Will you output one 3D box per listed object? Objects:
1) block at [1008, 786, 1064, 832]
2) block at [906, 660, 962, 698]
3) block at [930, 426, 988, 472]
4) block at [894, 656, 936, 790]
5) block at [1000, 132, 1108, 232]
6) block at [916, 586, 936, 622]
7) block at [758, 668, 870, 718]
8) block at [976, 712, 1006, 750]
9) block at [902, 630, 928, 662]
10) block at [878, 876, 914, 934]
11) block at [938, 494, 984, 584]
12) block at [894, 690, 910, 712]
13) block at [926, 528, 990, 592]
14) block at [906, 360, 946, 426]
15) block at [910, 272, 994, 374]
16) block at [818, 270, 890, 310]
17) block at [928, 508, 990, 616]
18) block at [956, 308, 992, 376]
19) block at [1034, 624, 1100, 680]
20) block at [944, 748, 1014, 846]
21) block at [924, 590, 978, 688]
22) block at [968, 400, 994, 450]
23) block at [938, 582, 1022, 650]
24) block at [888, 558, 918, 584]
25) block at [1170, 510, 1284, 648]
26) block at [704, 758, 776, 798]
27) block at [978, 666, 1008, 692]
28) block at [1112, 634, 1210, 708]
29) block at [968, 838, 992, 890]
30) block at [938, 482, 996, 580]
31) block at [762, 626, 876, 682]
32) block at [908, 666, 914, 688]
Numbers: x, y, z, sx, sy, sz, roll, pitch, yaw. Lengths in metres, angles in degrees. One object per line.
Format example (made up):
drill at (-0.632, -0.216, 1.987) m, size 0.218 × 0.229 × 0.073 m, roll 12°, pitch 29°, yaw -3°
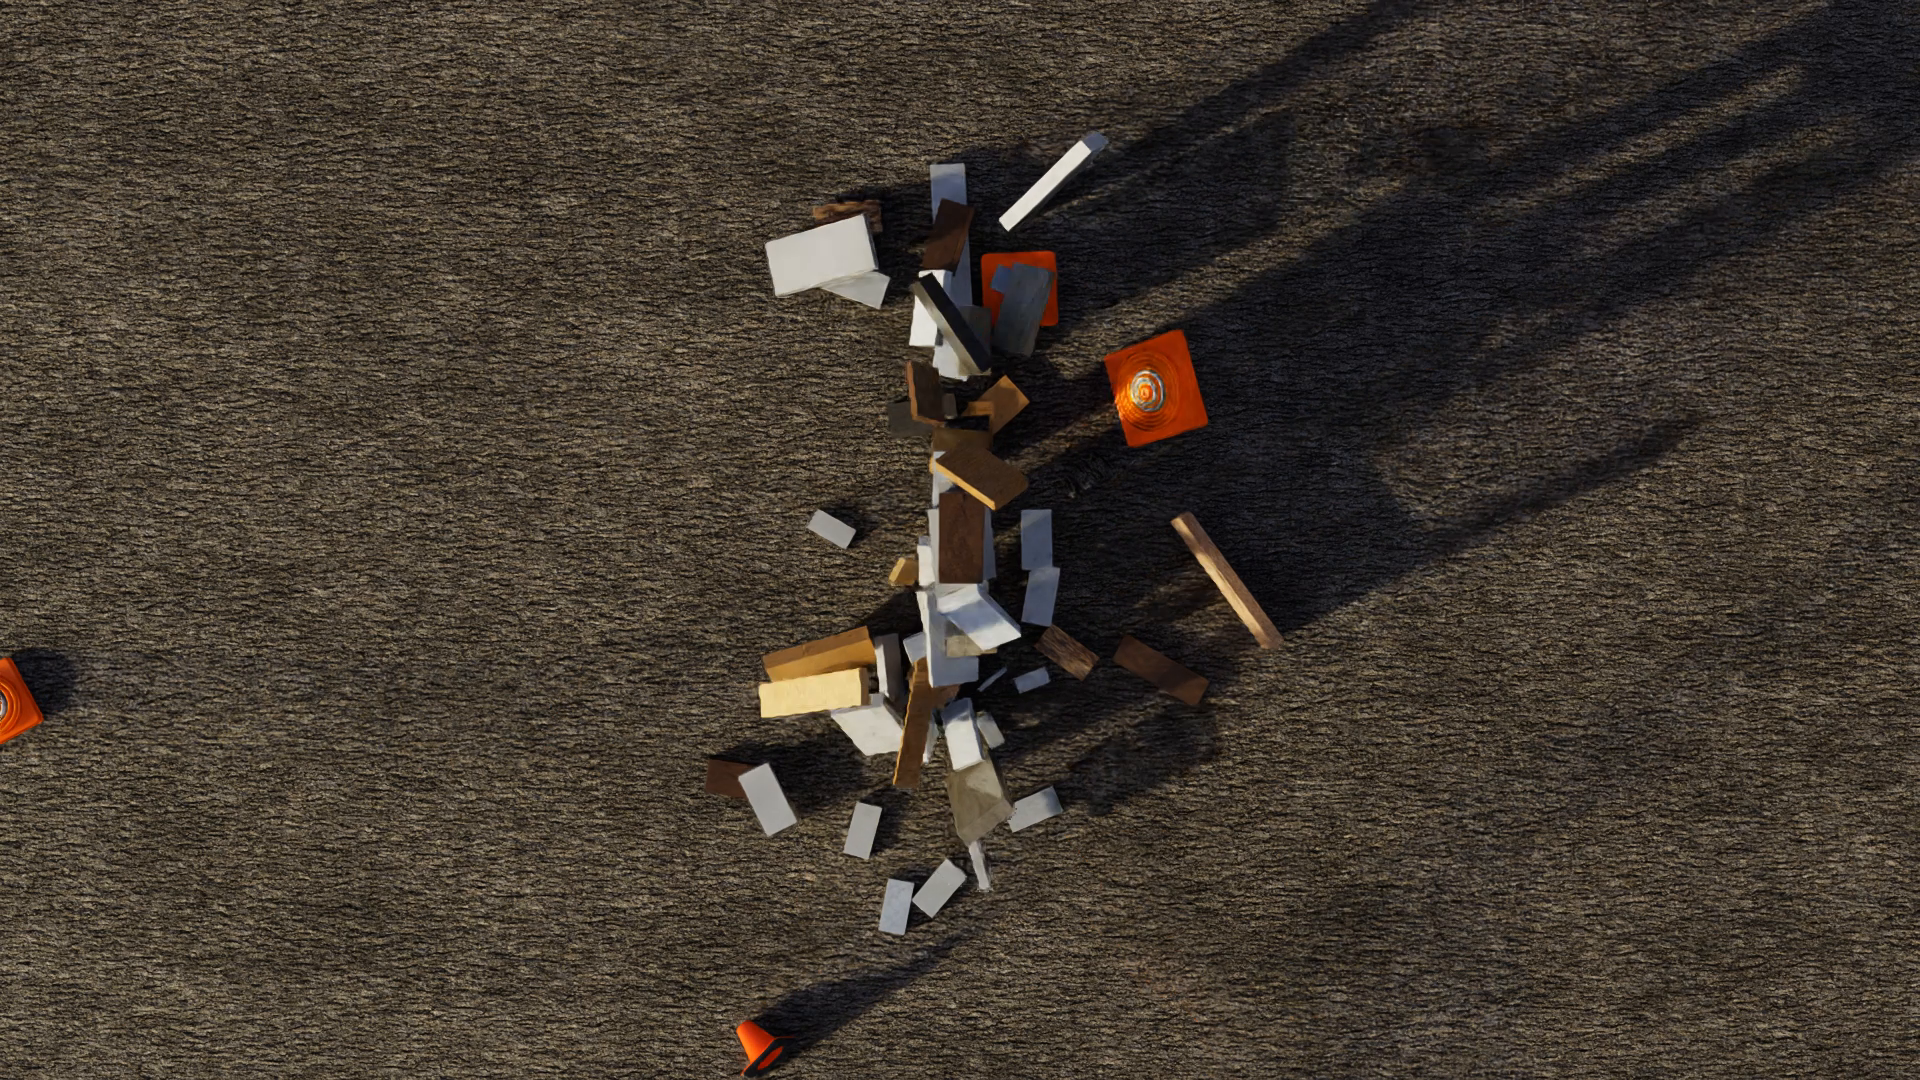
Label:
block at (0.241, 0.895, 5.487) m, size 0.182 × 0.026 × 0.091 m, roll -23°, pitch 90°, yaw 0°
block at (-0.031, 0.319, 5.309) m, size 0.172 × 0.049 × 0.344 m, roll 22°, pitch 102°, yaw 2°
block at (0.000, -0.266, 4.925) m, size 0.166 × 0.332 × 0.047 m, roll 5°, pitch 109°, yaw 0°
block at (-0.127, 0.532, 5.134) m, size 0.074 × 0.021 × 0.477 m, roll 12°, pitch 85°, yaw -18°
block at (0.301, -1.156, 5.323) m, size 0.388 × 0.176 × 0.050 m, roll -40°, pitch 92°, yaw 32°
block at (-0.085, 0.208, 5.133) m, size 0.079 × 0.022 × 0.158 m, roll -3°, pitch 132°, yaw 10°
block at (-0.416, 0.434, 4.644) m, size 0.028 × 0.563 × 0.099 m, roll 0°, pitch 82°, yaw -35°
block at (0.101, 0.635, 5.492) m, size 0.055 × 0.016 × 0.111 m, roll -27°, pitch 90°, yaw 0°
block at (-0.098, 0.315, 5.109) m, size 0.149 × 0.021 × 0.074 m, roll -23°, pitch 110°, yaw -11°
block at (-0.211, 1.218, 5.488) m, size 0.088 × 0.025 × 0.176 m, roll 11°, pitch 90°, yaw 0°
block at (0.004, -0.005, 4.617) m, size 0.126 × 0.036 × 0.252 m, roll 0°, pitch 90°, yaw 0°
block at (-0.214, 0.553, 5.400) m, size 0.026 × 0.182 × 0.091 m, roll 48°, pitch 52°, yaw 1°
block at (-0.006, 0.089, 5.265) m, size 0.172 × 0.456 × 0.049 m, roll 6°, pitch 66°, yaw 7°
block at (-0.106, -0.450, 5.071) m, size 0.100 × 0.028 × 0.201 m, roll 12°, pitch 57°, yaw -33°
block at (-0.027, -0.693, 5.306) m, size 0.050 × 0.176 × 0.353 m, roll -36°, pitch 100°, yaw -7°
block at (-0.364, -0.862, 5.484) m, size 0.244 × 0.031 × 0.111 m, roll 20°, pitch 90°, yaw 0°
block at (-0.002, 0.056, 4.700) m, size 0.151 × 0.043 × 0.301 m, roll -6°, pitch 92°, yaw 0°
block at (0.047, -0.653, 5.428) m, size 0.111 × 0.031 × 0.221 m, roll -1°, pitch 99°, yaw -3°
block at (0.354, 0.372, 5.486) m, size 0.198 × 0.028 × 0.099 m, roll 36°, pitch 90°, yaw 0°
block at (0.056, 0.802, 5.198) m, size 0.176 × 0.600 × 0.050 m, roll -37°, pitch 98°, yaw 1°
block at (-0.027, 0.296, 5.091) m, size 0.151 × 0.043 × 0.302 m, roll -8°, pitch 107°, yaw -15°
block at (0.069, -0.378, 5.453) m, size 0.082 × 0.023 × 0.164 m, roll 0°, pitch 90°, yaw 0°
block at (0.059, 0.221, 4.677) m, size 0.126 × 0.252 × 0.036 m, roll -23°, pitch 48°, yaw 21°
block at (-0.167, 0.098, 5.156) m, size 0.022 × 0.158 × 0.079 m, roll 31°, pitch 97°, yaw 20°
block at (0.877, 0.132, 5.427) m, size 0.040 × 0.141 × 0.522 m, roll -36°, pitch 90°, yaw -8°
block at (-0.729, 0.797, 5.484) m, size 0.220 × 0.031 × 0.110 m, roll 9°, pitch 90°, yaw 0°
block at (0.108, 0.460, 5.472) m, size 0.118 × 0.055 × 0.016 m, roll -39°, pitch 90°, yaw 0°
block at (0.666, 0.434, 5.486) m, size 0.319 × 0.028 × 0.100 m, roll 30°, pitch 90°, yaw 0°
block at (0.054, 1.015, 5.353) m, size 0.031 × 0.110 × 0.221 m, roll -17°, pitch 88°, yaw 4°
block at (0.020, -0.027, 4.655) m, size 0.141 × 0.040 × 0.282 m, roll -5°, pitch 90°, yaw 0°
block at (-0.453, 0.390, 5.411) m, size 0.352 × 0.176 × 0.050 m, roll -16°, pitch 60°, yaw 0°
block at (-0.128, 0.460, 5.230) m, size 0.023 × 0.164 × 0.082 m, roll -43°, pitch 103°, yaw 10°
